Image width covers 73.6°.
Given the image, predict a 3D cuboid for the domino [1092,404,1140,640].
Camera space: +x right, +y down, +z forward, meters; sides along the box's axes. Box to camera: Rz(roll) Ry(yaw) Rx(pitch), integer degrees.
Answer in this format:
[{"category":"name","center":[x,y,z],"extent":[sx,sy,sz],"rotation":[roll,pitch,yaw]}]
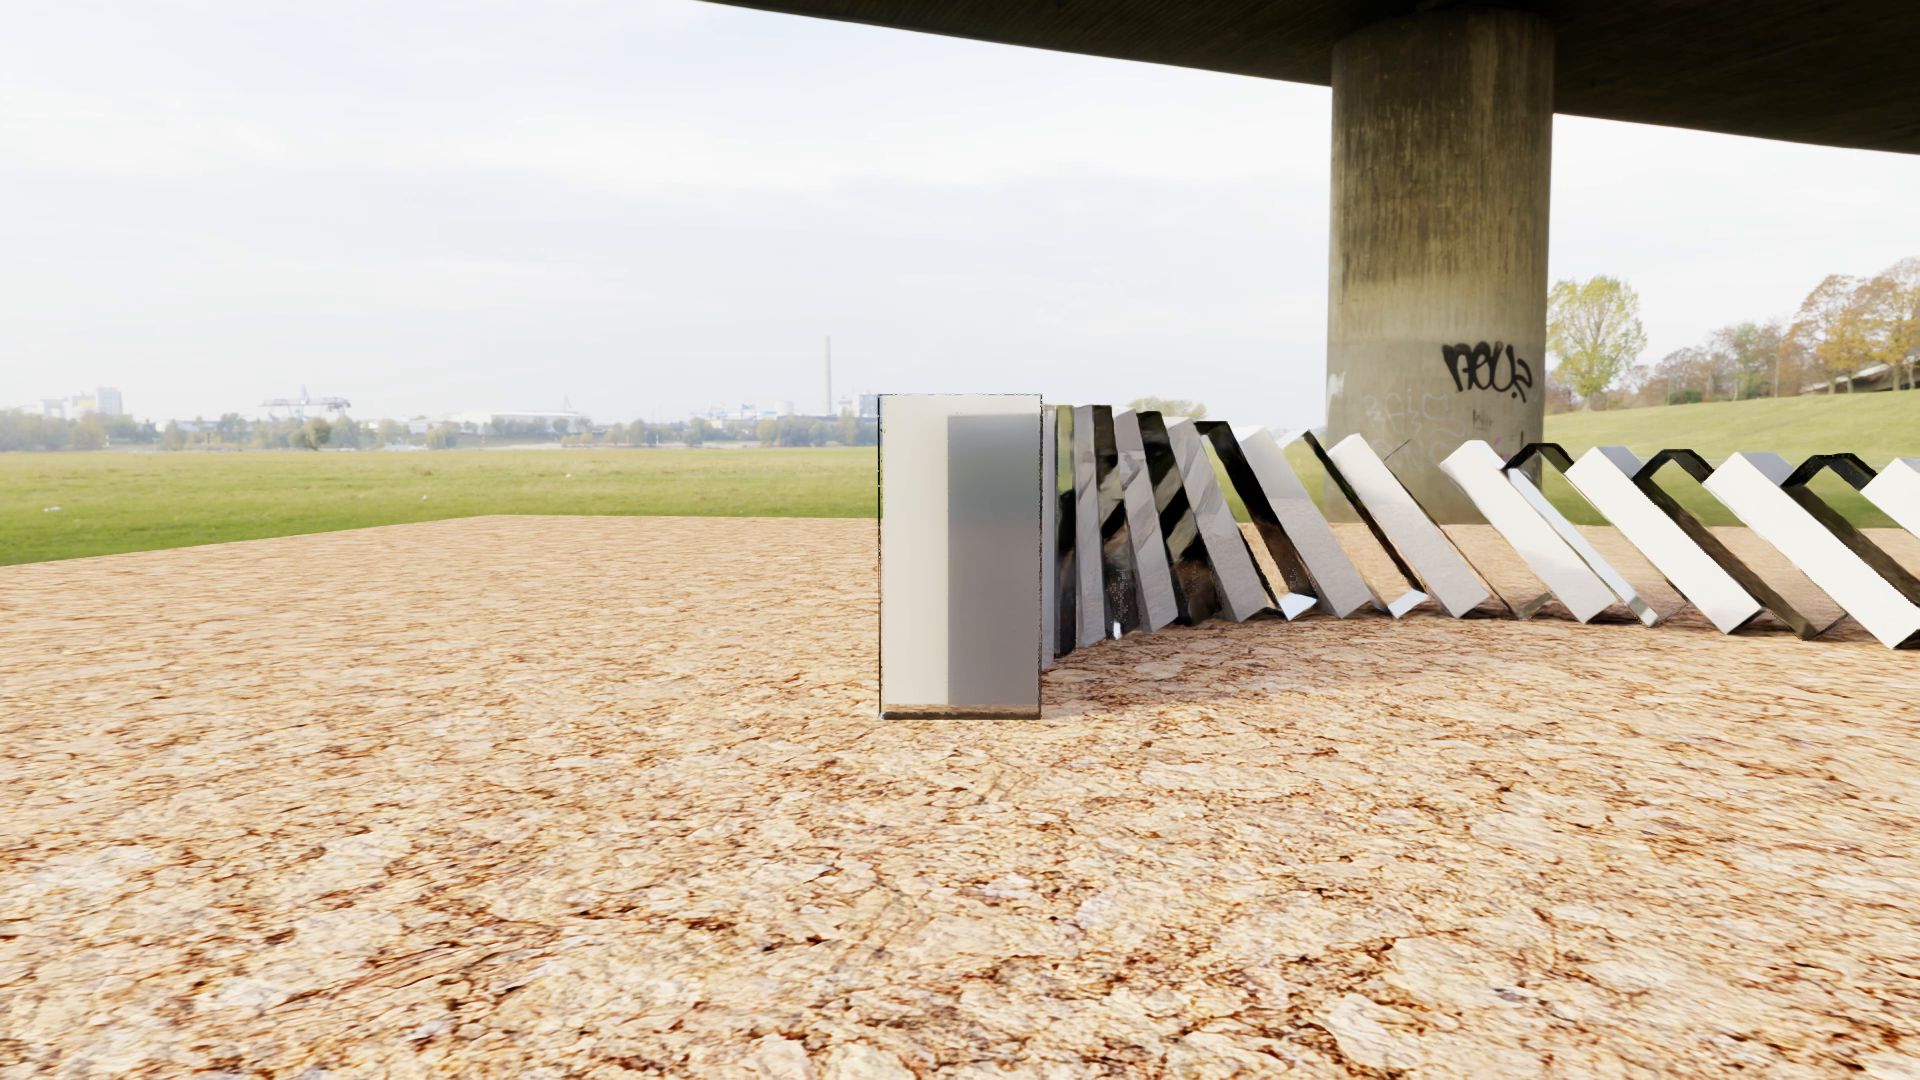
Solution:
[{"category":"domino","center":[0.024,-0.004,0.285],"extent":[0.025,0.050,0.010],"rotation":[4,19,43]}]

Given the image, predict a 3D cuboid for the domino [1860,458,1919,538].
[{"category":"domino","center":[0.212,0.003,0.260],"extent":[0.025,0.010,0.050],"rotation":[-3,46,-39]}]

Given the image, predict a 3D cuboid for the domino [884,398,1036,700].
[{"category":"domino","center":[0.000,0.001,0.217],"extent":[0.025,0.050,0.010],"rotation":[0,4,2]}]

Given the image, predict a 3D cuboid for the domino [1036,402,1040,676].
[{"category":"domino","center":[0.001,0.000,0.232],"extent":[0.025,0.050,0.009],"rotation":[1,4,7]}]

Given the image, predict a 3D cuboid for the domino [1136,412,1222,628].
[{"category":"domino","center":[0.043,-0.005,0.304],"extent":[0.009,0.050,0.025],"rotation":[-28,17,-27]}]

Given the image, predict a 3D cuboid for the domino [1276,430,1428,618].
[{"category":"domino","center":[0.097,-0.005,0.325],"extent":[0.010,0.050,0.025],"rotation":[-36,0,7]}]

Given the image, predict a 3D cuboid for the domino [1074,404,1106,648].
[{"category":"domino","center":[0.016,-0.003,0.273],"extent":[0.025,0.050,0.009],"rotation":[3,13,33]}]

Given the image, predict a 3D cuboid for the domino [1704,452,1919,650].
[{"category":"domino","center":[0.192,0.001,0.284],"extent":[0.025,0.009,0.050],"rotation":[-4,48,-41]}]

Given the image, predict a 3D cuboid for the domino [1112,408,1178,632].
[{"category":"domino","center":[0.033,-0.005,0.294],"extent":[0.009,0.050,0.025],"rotation":[-26,20,-36]}]

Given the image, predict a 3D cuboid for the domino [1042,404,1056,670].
[{"category":"domino","center":[0.005,-0.001,0.248],"extent":[0.025,0.050,0.009],"rotation":[1,4,17]}]

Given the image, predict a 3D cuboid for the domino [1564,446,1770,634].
[{"category":"domino","center":[0.169,-0.001,0.304],"extent":[0.025,0.010,0.050],"rotation":[-5,51,-47]}]

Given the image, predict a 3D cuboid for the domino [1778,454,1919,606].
[{"category":"domino","center":[0.202,0.002,0.272],"extent":[0.025,0.009,0.050],"rotation":[-3,47,-39]}]

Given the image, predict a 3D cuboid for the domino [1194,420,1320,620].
[{"category":"domino","center":[0.068,-0.005,0.318],"extent":[0.010,0.050,0.025],"rotation":[-32,11,-10]}]

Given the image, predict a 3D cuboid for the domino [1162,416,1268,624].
[{"category":"domino","center":[0.055,-0.005,0.312],"extent":[0.009,0.050,0.025],"rotation":[-30,14,-17]}]

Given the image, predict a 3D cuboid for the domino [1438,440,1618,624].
[{"category":"domino","center":[0.142,-0.003,0.319],"extent":[0.009,0.050,0.025],"rotation":[-45,-18,25]}]

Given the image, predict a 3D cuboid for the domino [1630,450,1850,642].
[{"category":"domino","center":[0.180,0.000,0.294],"extent":[0.025,0.009,0.050],"rotation":[-5,49,-46]}]

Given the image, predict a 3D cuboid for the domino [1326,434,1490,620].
[{"category":"domino","center":[0.112,-0.004,0.324],"extent":[0.010,0.050,0.025],"rotation":[-39,-4,12]}]

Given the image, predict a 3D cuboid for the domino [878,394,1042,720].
[{"category":"domino","center":[0.000,0.002,0.201],"extent":[0.025,0.050,0.009],"rotation":[0,4,0]}]

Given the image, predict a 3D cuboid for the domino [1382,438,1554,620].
[{"category":"domino","center":[0.127,-0.004,0.322],"extent":[0.010,0.050,0.025],"rotation":[-42,-10,18]}]

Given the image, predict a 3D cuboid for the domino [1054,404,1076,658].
[{"category":"domino","center":[0.010,-0.002,0.261],"extent":[0.025,0.050,0.010],"rotation":[2,8,25]}]

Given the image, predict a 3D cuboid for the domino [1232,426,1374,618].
[{"category":"domino","center":[0.082,-0.005,0.322],"extent":[0.009,0.050,0.025],"rotation":[-34,6,-1]}]

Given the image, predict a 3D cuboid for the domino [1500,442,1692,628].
[{"category":"domino","center":[0.156,-0.002,0.312],"extent":[0.025,0.050,0.009],"rotation":[-5,-37,-52]}]
